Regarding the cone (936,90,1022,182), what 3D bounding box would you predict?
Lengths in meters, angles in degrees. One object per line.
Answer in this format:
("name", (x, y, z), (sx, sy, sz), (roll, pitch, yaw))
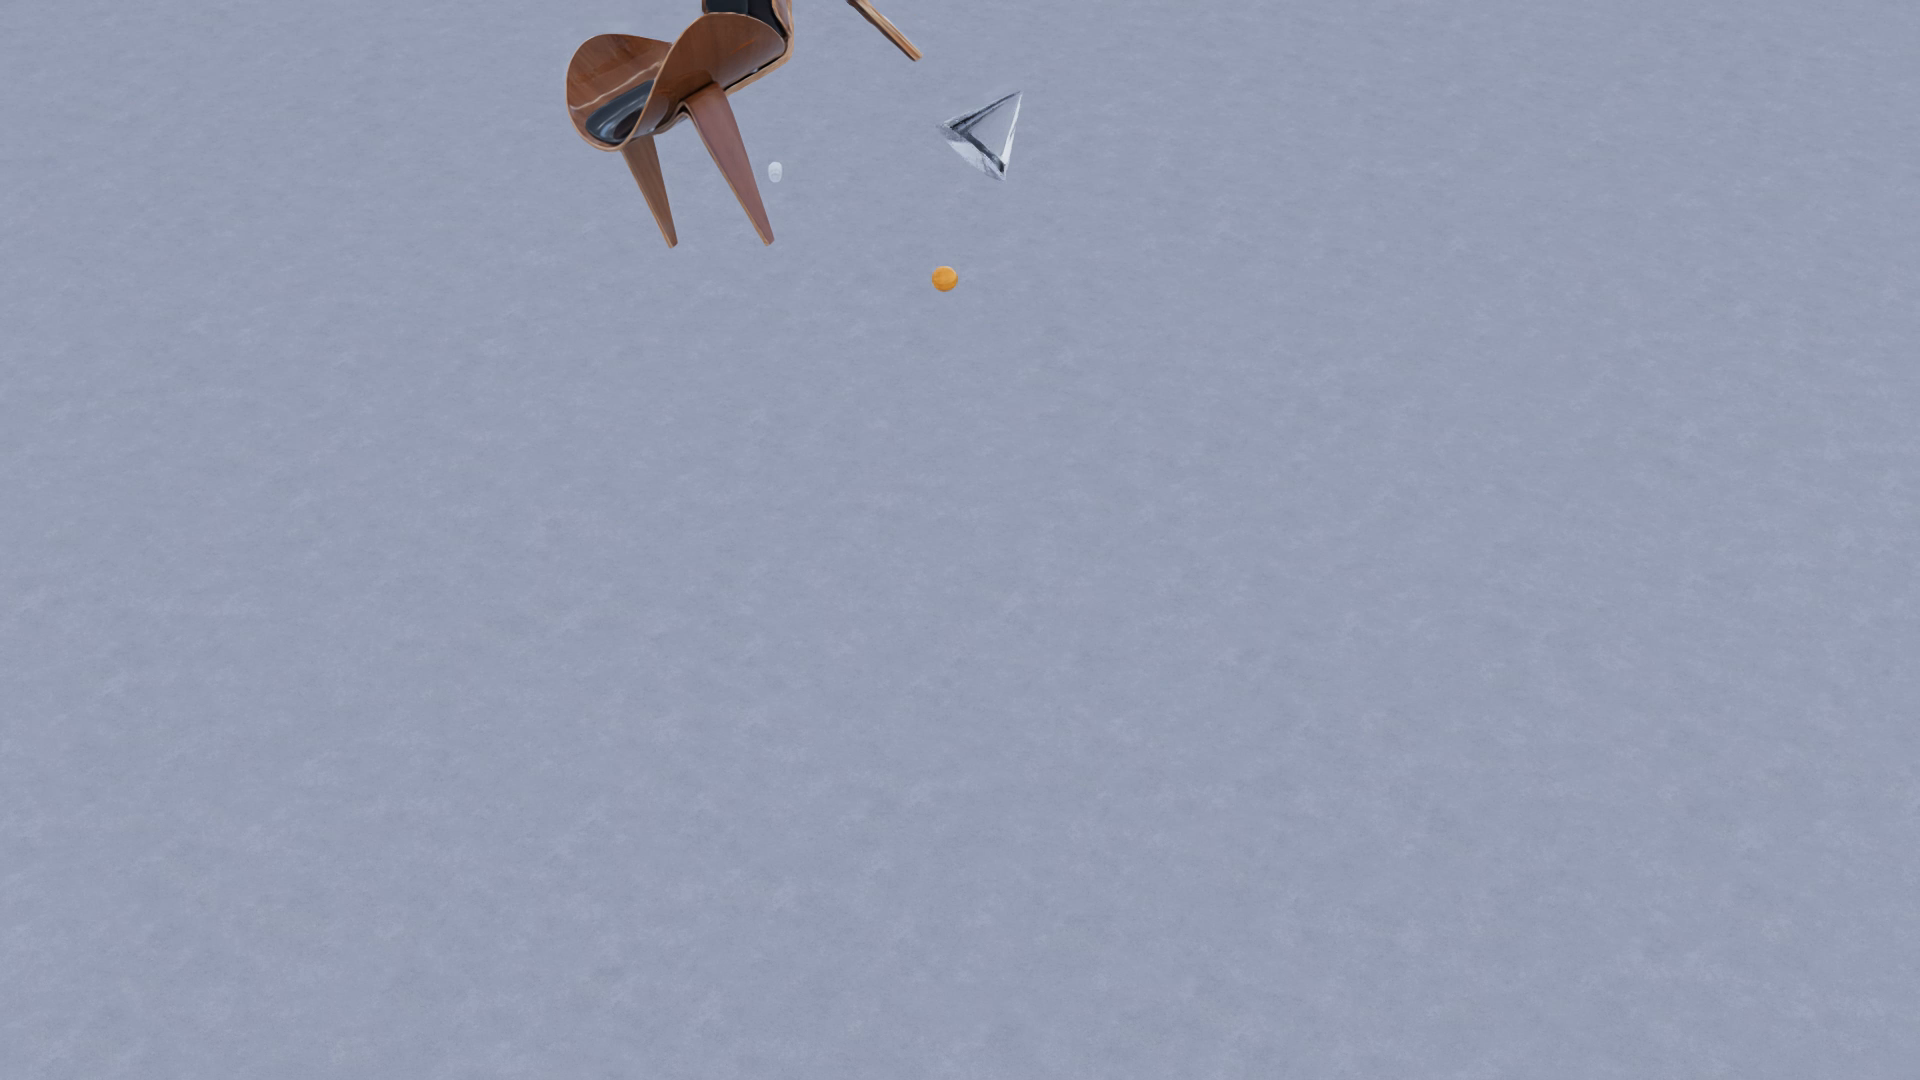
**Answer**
("cone", (0.099, -1.127, 7.900), (0.223, 0.248, 0.230), (-51, 45, -4))
